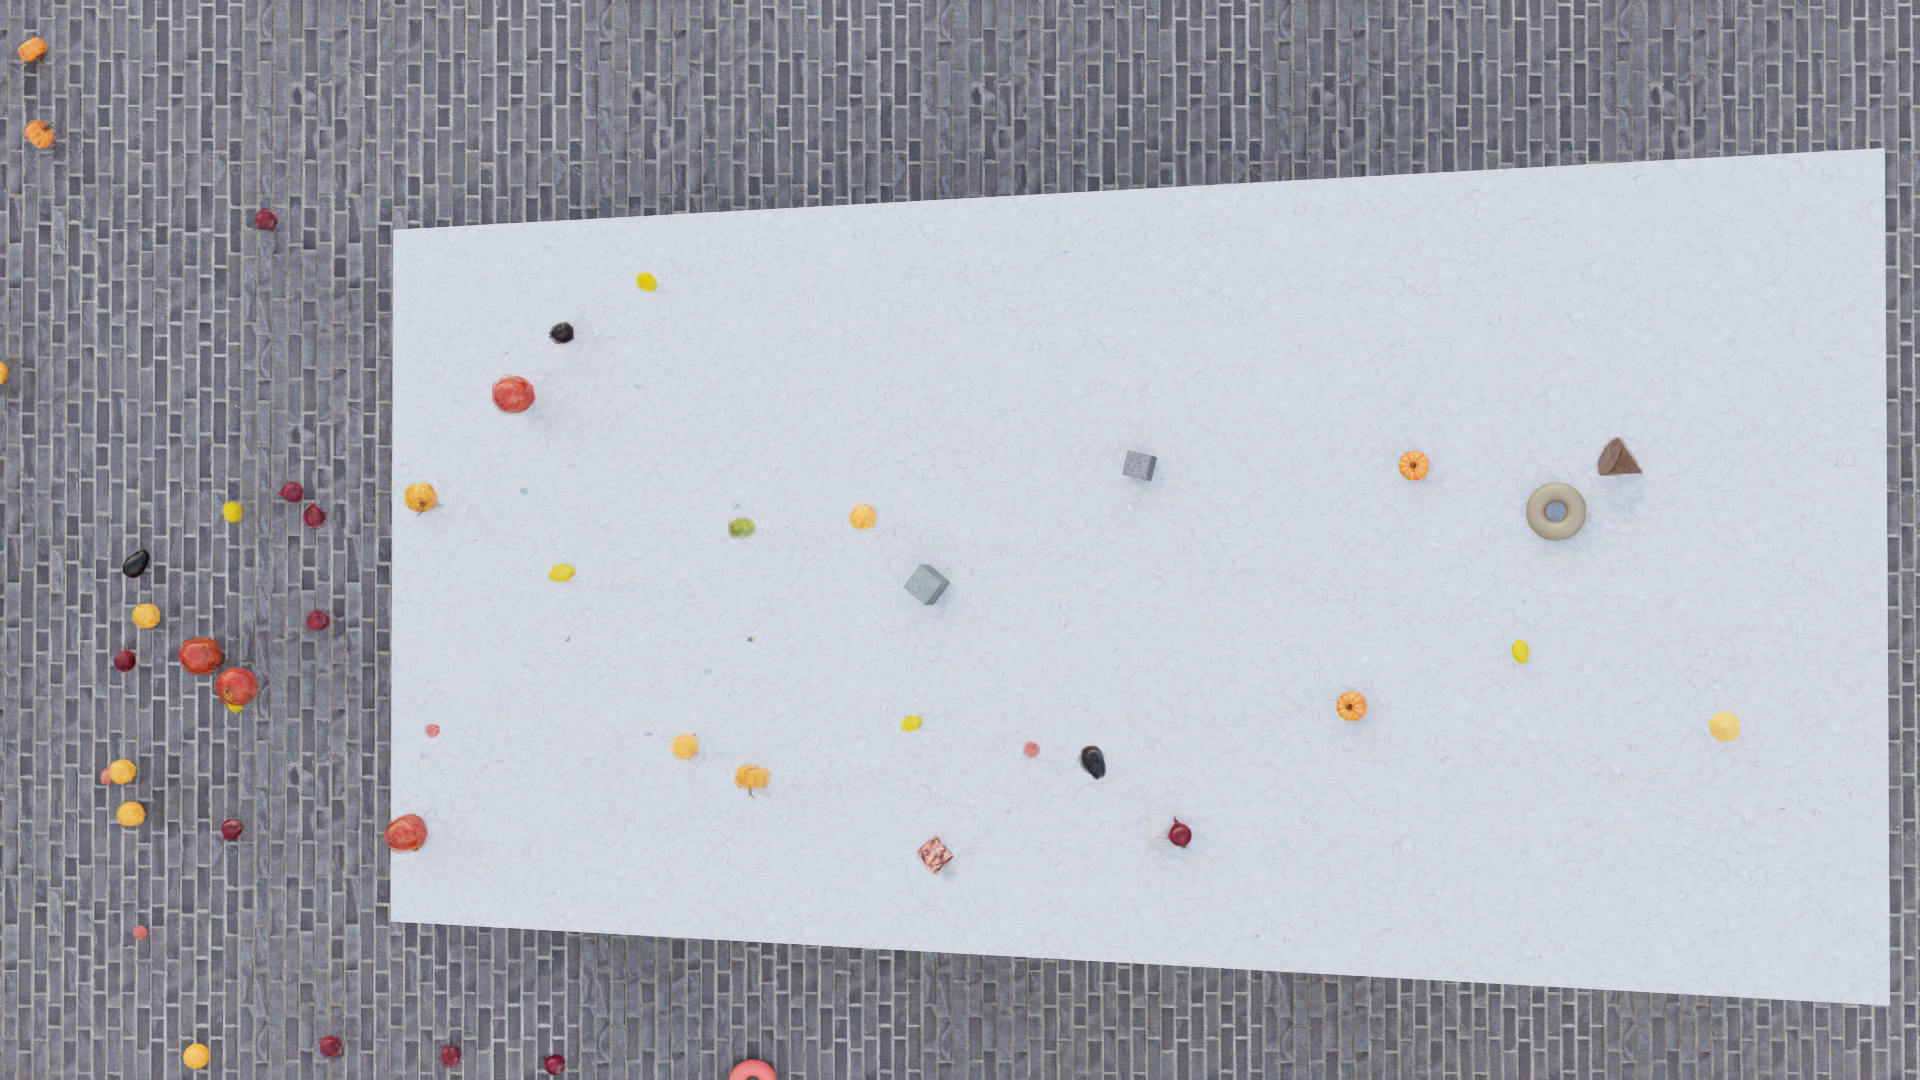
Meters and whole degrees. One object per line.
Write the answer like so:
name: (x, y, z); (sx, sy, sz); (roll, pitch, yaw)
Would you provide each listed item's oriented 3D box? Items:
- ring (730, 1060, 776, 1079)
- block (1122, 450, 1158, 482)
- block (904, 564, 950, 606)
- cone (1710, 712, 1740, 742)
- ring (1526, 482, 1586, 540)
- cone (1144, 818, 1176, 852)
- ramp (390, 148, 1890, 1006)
ring: (-0.604, 1.586, 6.412); (0.143, 0.048, 0.143); (0, 88, 1)
block: (0.461, -0.191, 5.651); (0.064, 0.064, 0.064); (14, 94, 18)
block: (-0.088, 0.118, 5.818); (0.076, 0.076, 0.076); (39, 101, 15)
cone: (1.810, 0.444, 5.202); (0.072, 0.072, 0.072); (0, 89, 18)
ring: (1.447, -0.069, 5.339); (0.143, 0.048, 0.143); (0, 89, 19)
cone: (0.501, 0.757, 5.614); (0.085, 0.085, 0.085); (0, 89, 18)
ramp: (0.276, 0.093, 5.793); (4.000, 0.100, 2.000); (0, 89, 18)
